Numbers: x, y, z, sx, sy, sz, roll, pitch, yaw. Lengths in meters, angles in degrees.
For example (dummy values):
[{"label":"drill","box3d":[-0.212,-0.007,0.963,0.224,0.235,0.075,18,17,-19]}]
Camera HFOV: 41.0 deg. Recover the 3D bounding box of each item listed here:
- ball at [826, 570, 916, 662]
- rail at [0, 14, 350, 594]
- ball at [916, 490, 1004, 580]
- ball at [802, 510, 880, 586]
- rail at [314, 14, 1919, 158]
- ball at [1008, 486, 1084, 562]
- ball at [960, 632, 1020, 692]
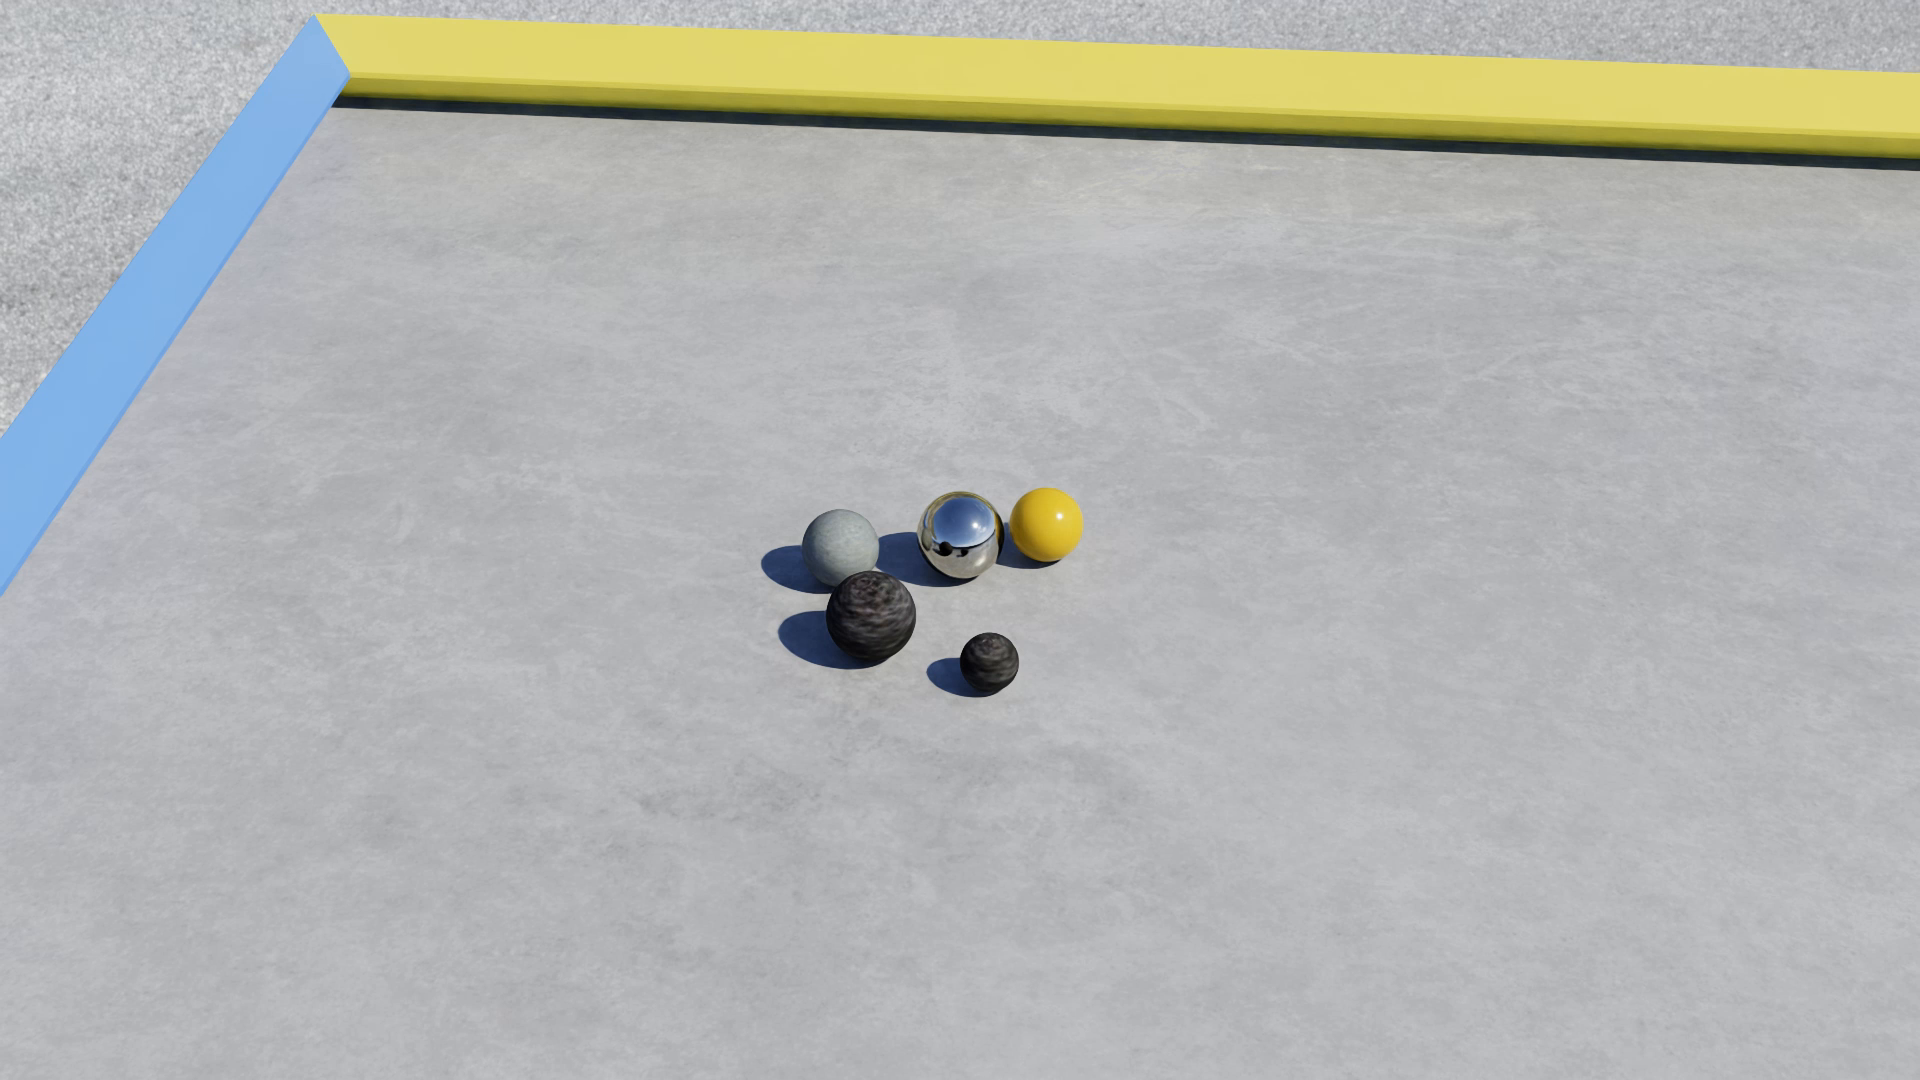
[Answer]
[{"label":"ball","box3d":[-0.064,0.054,1.835,0.065,0.065,0.065,0,35,0]},{"label":"rail","box3d":[-0.695,-0.049,1.962,0.045,0.088,1.550,3,35,4]},{"label":"ball","box3d":[0.000,-0.004,1.917,0.066,0.066,0.066,0,35,0]},{"label":"ball","box3d":[-0.089,0.006,1.911,0.058,0.058,0.058,0,35,0]},{"label":"rail","box3d":[0.787,-0.404,2.470,2.888,0.088,0.045,3,35,4]},{"label":"ball","box3d":[0.065,-0.012,1.937,0.057,0.057,0.057,0,35,0]},{"label":"ball","box3d":[0.021,0.086,1.810,0.042,0.042,0.042,0,35,0]}]
